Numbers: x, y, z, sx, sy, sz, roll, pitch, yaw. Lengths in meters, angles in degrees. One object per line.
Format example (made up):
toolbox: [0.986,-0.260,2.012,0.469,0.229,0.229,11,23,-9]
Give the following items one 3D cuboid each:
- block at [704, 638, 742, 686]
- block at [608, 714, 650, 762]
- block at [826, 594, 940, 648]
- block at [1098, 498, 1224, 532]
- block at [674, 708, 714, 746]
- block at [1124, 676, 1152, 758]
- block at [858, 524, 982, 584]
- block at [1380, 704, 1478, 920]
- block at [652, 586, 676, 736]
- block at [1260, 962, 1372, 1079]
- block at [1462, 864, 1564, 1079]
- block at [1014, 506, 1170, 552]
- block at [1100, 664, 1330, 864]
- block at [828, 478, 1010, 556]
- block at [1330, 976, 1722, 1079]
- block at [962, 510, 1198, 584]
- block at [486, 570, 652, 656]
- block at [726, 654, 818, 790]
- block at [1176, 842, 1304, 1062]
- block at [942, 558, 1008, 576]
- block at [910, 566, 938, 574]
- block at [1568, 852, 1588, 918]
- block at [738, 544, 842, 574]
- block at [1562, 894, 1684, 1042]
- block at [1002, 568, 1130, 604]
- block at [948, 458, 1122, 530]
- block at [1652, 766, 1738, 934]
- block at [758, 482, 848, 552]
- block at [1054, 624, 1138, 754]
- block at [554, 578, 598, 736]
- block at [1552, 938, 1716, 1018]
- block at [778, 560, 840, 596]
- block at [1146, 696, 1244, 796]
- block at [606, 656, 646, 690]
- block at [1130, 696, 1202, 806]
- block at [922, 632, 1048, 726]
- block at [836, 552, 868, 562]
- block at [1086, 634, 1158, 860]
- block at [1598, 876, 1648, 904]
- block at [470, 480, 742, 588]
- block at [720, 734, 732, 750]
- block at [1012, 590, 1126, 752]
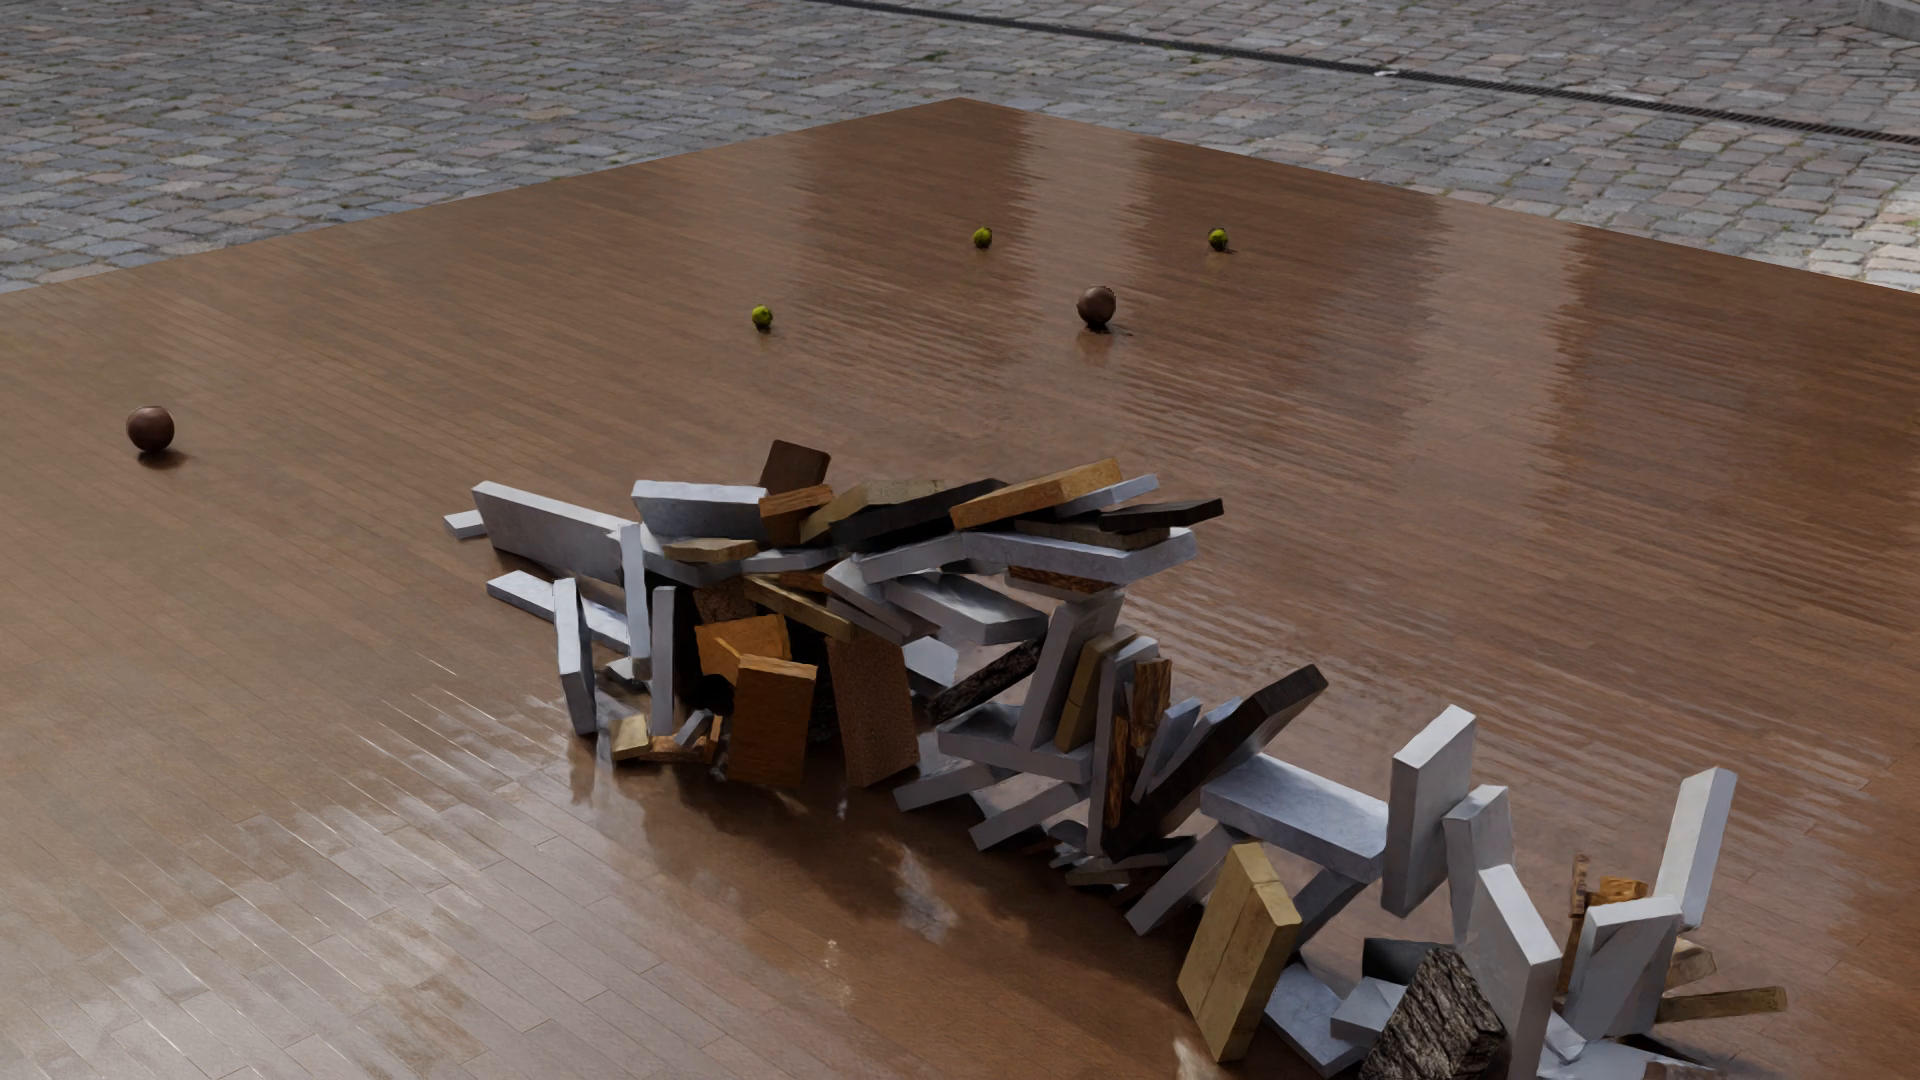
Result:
block: [-0.470,0.256,4.515,0.116,0.058,0.016,36,25,27]
block: [-0.706,0.421,4.695,0.078,0.022,0.156,-12,22,-7]
block: [-0.156,0.146,4.432,0.216,0.031,0.108,25,33,38]
block: [0.341,-0.042,3.751,0.195,0.028,0.098,-4,9,45]
block: [-0.547,0.386,4.535,0.022,0.078,0.156,37,-2,4]
block: [0.341,0.310,3.984,0.022,0.152,0.076,13,33,44]
block: [-0.021,0.010,4.311,0.327,0.046,0.163,-15,7,14]
block: [0.768,0.448,3.611,0.047,0.334,0.167,27,46,35]
block: [-0.621,0.252,4.610,0.043,0.301,0.150,1,2,-6]
block: [0.600,0.817,3.752,0.115,0.033,0.230,-26,32,-17]
block: [0.812,0.699,3.299,0.049,0.457,0.174,-13,44,-9]
block: [0.233,-0.023,3.919,0.098,0.028,0.310,-20,18,-34]
block: [0.444,0.403,3.901,0.167,0.537,0.047,-21,69,-40]
block: [-0.065,-0.045,4.360,0.346,0.049,0.173,-15,-10,16]
block: [1.051,0.852,3.438,0.963,0.039,0.139,10,26,33]
block: [0.210,0.007,3.971,0.173,0.049,0.443,-20,18,-35]
block: [-0.924,0.177,5.306,0.577,0.029,0.101,19,30,38]
block: [-0.376,0.365,4.381,0.150,0.301,0.043,10,37,-1]
block: [0.460,0.686,3.648,0.049,0.347,0.174,-4,41,-22]
block: [0.062,0.040,4.305,0.118,0.034,0.237,-9,5,-23]
block: [-0.103,0.140,5.276,0.037,0.132,0.264,40,13,-20]
block: [1.008,0.563,3.582,0.014,0.099,0.050,8,-17,7]
block: [-0.356,0.039,4.619,0.207,0.029,0.104,-4,12,44]
block: [1.037,0.676,3.454,0.139,0.278,0.039,-7,39,-7]
block: [0.194,0.069,4.057,0.118,0.034,0.237,-18,16,-28]
block: [0.136,-0.084,4.030,0.152,0.043,0.304,-22,5,-41]
block: [1.203,0.514,3.621,0.038,0.266,0.133,20,-17,0]
block: [-0.331,-0.031,4.702,0.152,0.043,0.304,-13,-20,0]
block: [0.248,0.274,4.046,0.033,0.236,0.118,34,36,29]
block: [-0.853,0.254,4.881,0.046,0.163,0.381,-12,32,-5]
block: [1.098,0.728,3.644,0.266,0.038,0.133,-17,3,-7]
block: [-0.268,0.075,4.535,0.108,0.031,0.216,-19,16,-37]
block: [0.418,0.373,3.915,0.083,0.293,0.023,-26,68,-31]
block: [-0.699,0.288,5.046,0.202,0.029,0.101,-16,28,-33]
block: [0.374,0.384,3.986,0.076,0.240,0.022,-22,54,-35]
block: [0.083,0.253,4.175,0.157,0.044,0.313,-20,-11,-48]
block: [-0.234,0.013,4.973,0.264,0.132,0.037,-20,17,-40]
block: [0.299,0.386,4.073,0.118,0.424,0.033,-22,35,-40]
block: [1.058,0.631,3.567,0.023,0.166,0.083,22,-11,-20]
block: [-0.789,0.038,5.275,1.222,0.172,0.049,14,39,43]
block: [-0.437,0.446,4.512,0.058,0.116,0.016,-3,39,50]
block: [0.200,0.235,4.068,0.044,0.313,0.157,35,37,26]
